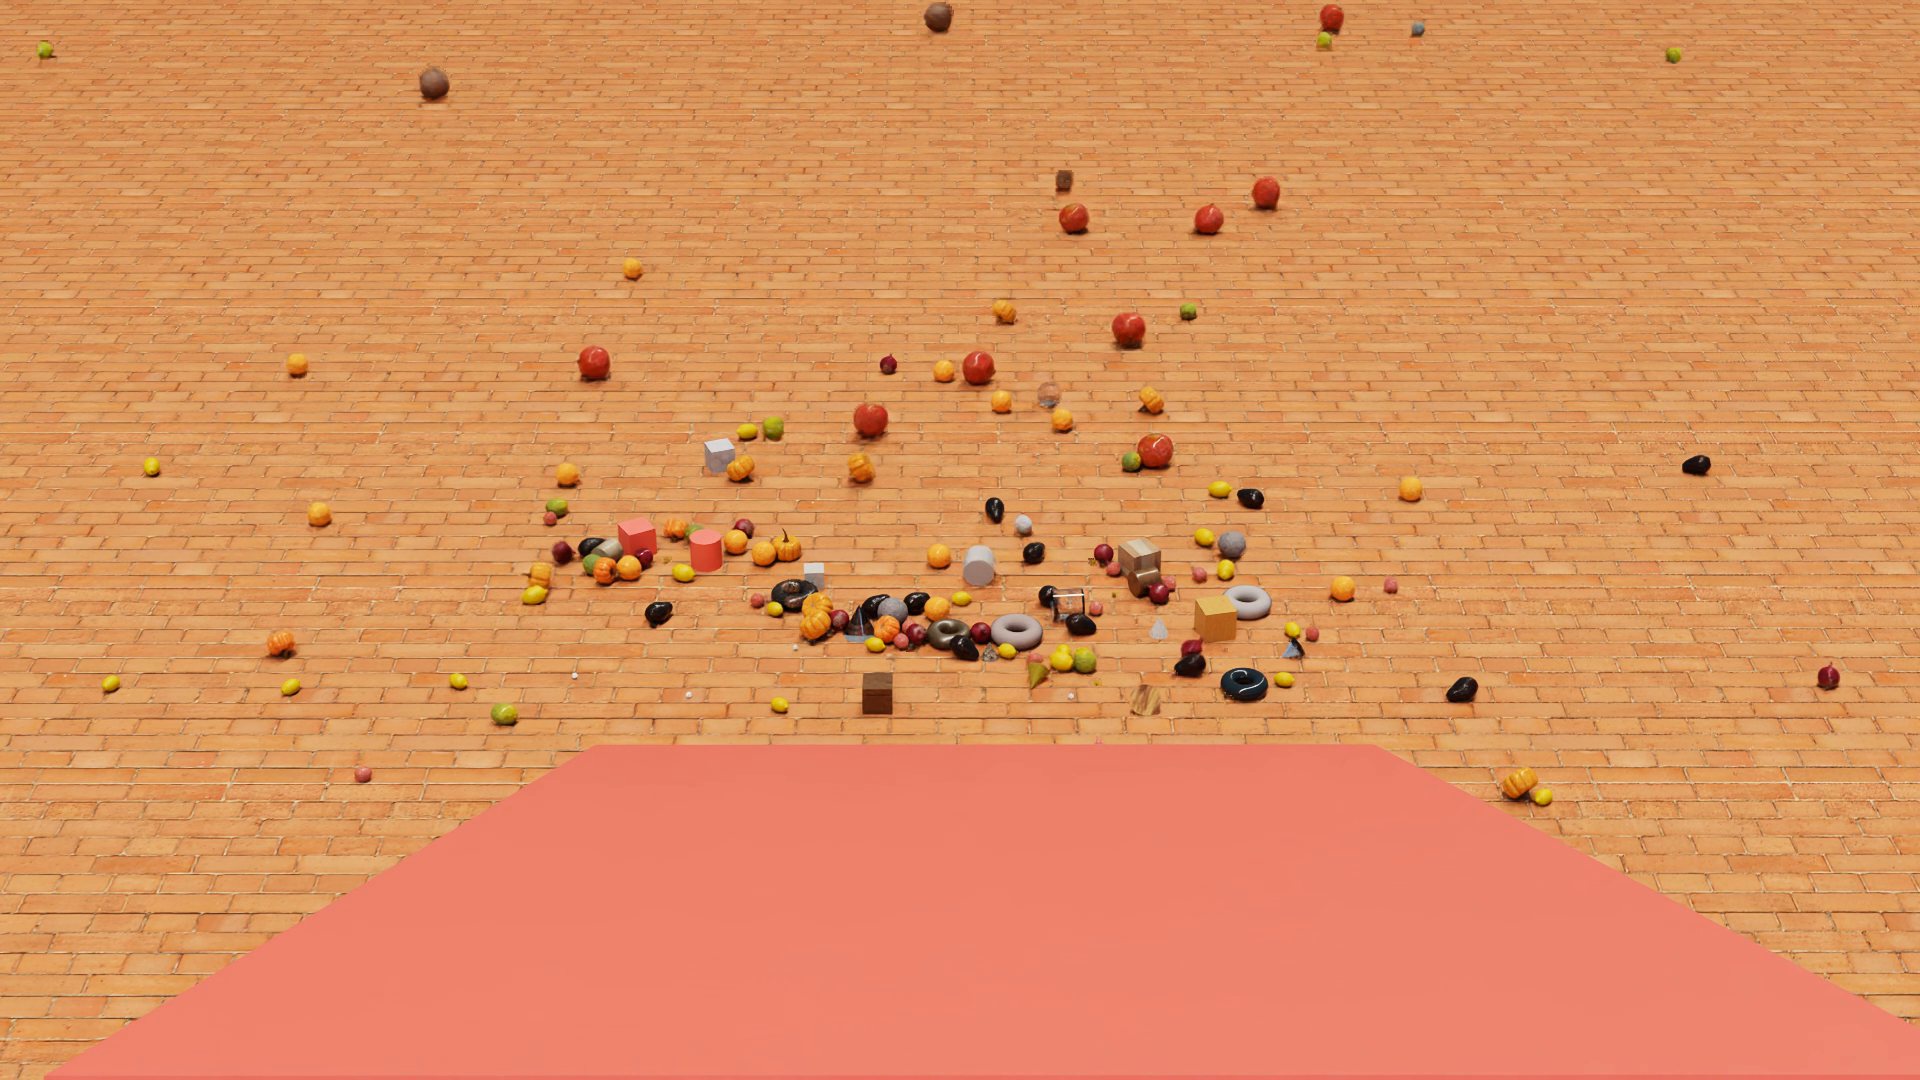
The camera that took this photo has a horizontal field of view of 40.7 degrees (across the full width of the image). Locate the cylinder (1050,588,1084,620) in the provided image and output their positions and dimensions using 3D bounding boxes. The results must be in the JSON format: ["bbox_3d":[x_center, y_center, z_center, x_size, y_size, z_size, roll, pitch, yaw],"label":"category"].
[{"bbox_3d":[0.305,0.182,7.339,0.088,0.088,0.088,-3,29,-5],"label":"cylinder"}]

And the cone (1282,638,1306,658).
[{"bbox_3d":[0.916,0.311,7.171,0.059,0.059,0.059,-36,38,-7],"label":"cone"}]

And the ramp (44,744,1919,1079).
[{"bbox_3d":[0.065,0.585,4.634,2.000,0.100,4.000,0,0,0],"label":"ramp"}]

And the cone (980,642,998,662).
[{"bbox_3d":[0.082,0.304,7.158,0.051,0.051,0.051,0,29,0],"label":"cone"}]

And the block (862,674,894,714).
[{"bbox_3d":[-0.220,0.413,6.933,0.080,0.080,0.080,0,29,0],"label":"block"}]

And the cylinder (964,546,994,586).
[{"bbox_3d":[0.056,0.075,7.530,0.089,0.089,0.089,1,29,2],"label":"cylinder"}]

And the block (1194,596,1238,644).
[{"bbox_3d":[0.717,0.222,7.262,0.092,0.092,0.092,-7,30,-12],"label":"block"}]

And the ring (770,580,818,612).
[{"bbox_3d":[-0.475,0.158,7.425,0.139,0.046,0.139,-1,30,1],"label":"ring"}]

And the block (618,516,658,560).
[{"bbox_3d":[-0.958,-0.005,7.677,0.085,0.085,0.085,-16,33,-26],"label":"block"}]

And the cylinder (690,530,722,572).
[{"bbox_3d":[-0.747,0.031,7.605,0.093,0.093,0.093,0,29,0],"label":"cylinder"}]

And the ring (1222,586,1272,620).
[{"bbox_3d":[0.818,0.177,7.389,0.146,0.049,0.146,-1,30,0],"label":"ring"}]

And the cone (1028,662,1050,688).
[{"bbox_3d":[0.204,0.379,7.045,0.066,0.066,0.066,10,57,18],"label":"cone"}]

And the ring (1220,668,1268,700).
[{"bbox_3d":[0.771,0.391,7.011,0.131,0.044,0.131,-1,30,0],"label":"ring"}]

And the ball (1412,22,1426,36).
[{"bbox_3d":[2.112,-2.356,11.919,0.062,0.062,0.062,0,29,0],"label":"ball"}]

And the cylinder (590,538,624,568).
[{"bbox_3d":[-1.039,0.040,7.614,0.069,0.069,0.069,16,33,26],"label":"cylinder"}]

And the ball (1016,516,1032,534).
[{"bbox_3d":[0.192,-0.046,7.784,0.053,0.053,0.053,0,29,0],"label":"ball"}]

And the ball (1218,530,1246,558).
[{"bbox_3d":[0.804,0.012,7.650,0.081,0.081,0.081,0,29,0],"label":"ball"}]

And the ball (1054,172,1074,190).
[{"bbox_3d":[0.412,-1.420,10.226,0.075,0.075,0.075,0,29,0],"label":"ball"}]

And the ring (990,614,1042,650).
[{"bbox_3d":[0.158,0.256,7.245,0.150,0.050,0.150,1,30,0],"label":"ring"}]

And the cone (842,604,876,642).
[{"bbox_3d":[-0.282,0.222,7.259,0.096,0.096,0.096,0,29,0],"label":"cone"}]

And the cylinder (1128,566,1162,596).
[{"bbox_3d":[0.534,0.120,7.466,0.073,0.073,0.073,-13,32,-23],"label":"cylinder"}]

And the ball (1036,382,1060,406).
[{"bbox_3d":[0.292,-0.481,8.539,0.078,0.078,0.078,0,29,0],"label":"ball"}]

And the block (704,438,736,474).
[{"bbox_3d":[-0.756,-0.264,8.151,0.077,0.077,0.077,-11,31,-19],"label":"block"}]

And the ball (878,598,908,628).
[{"bbox_3d":[-0.190,0.205,7.299,0.087,0.087,0.087,0,29,0],"label":"ball"}]

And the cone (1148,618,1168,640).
[{"bbox_3d":[0.560,0.240,7.266,0.057,0.057,0.057,0,29,0],"label":"cone"}]

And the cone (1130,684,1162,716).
[{"bbox_3d":[0.495,0.426,6.953,0.085,0.085,0.085,-1,2,-1],"label":"cone"}]

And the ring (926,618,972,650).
[{"bbox_3d":[-0.031,0.263,7.240,0.129,0.043,0.129,1,29,-1],"label":"ring"}]

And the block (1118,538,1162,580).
[{"bbox_3d":[0.523,0.061,7.552,0.091,0.091,0.091,-14,32,-24],"label":"block"}]

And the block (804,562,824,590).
[{"bbox_3d":[-0.423,0.106,7.506,0.057,0.057,0.057,-2,29,-4],"label":"block"}]
